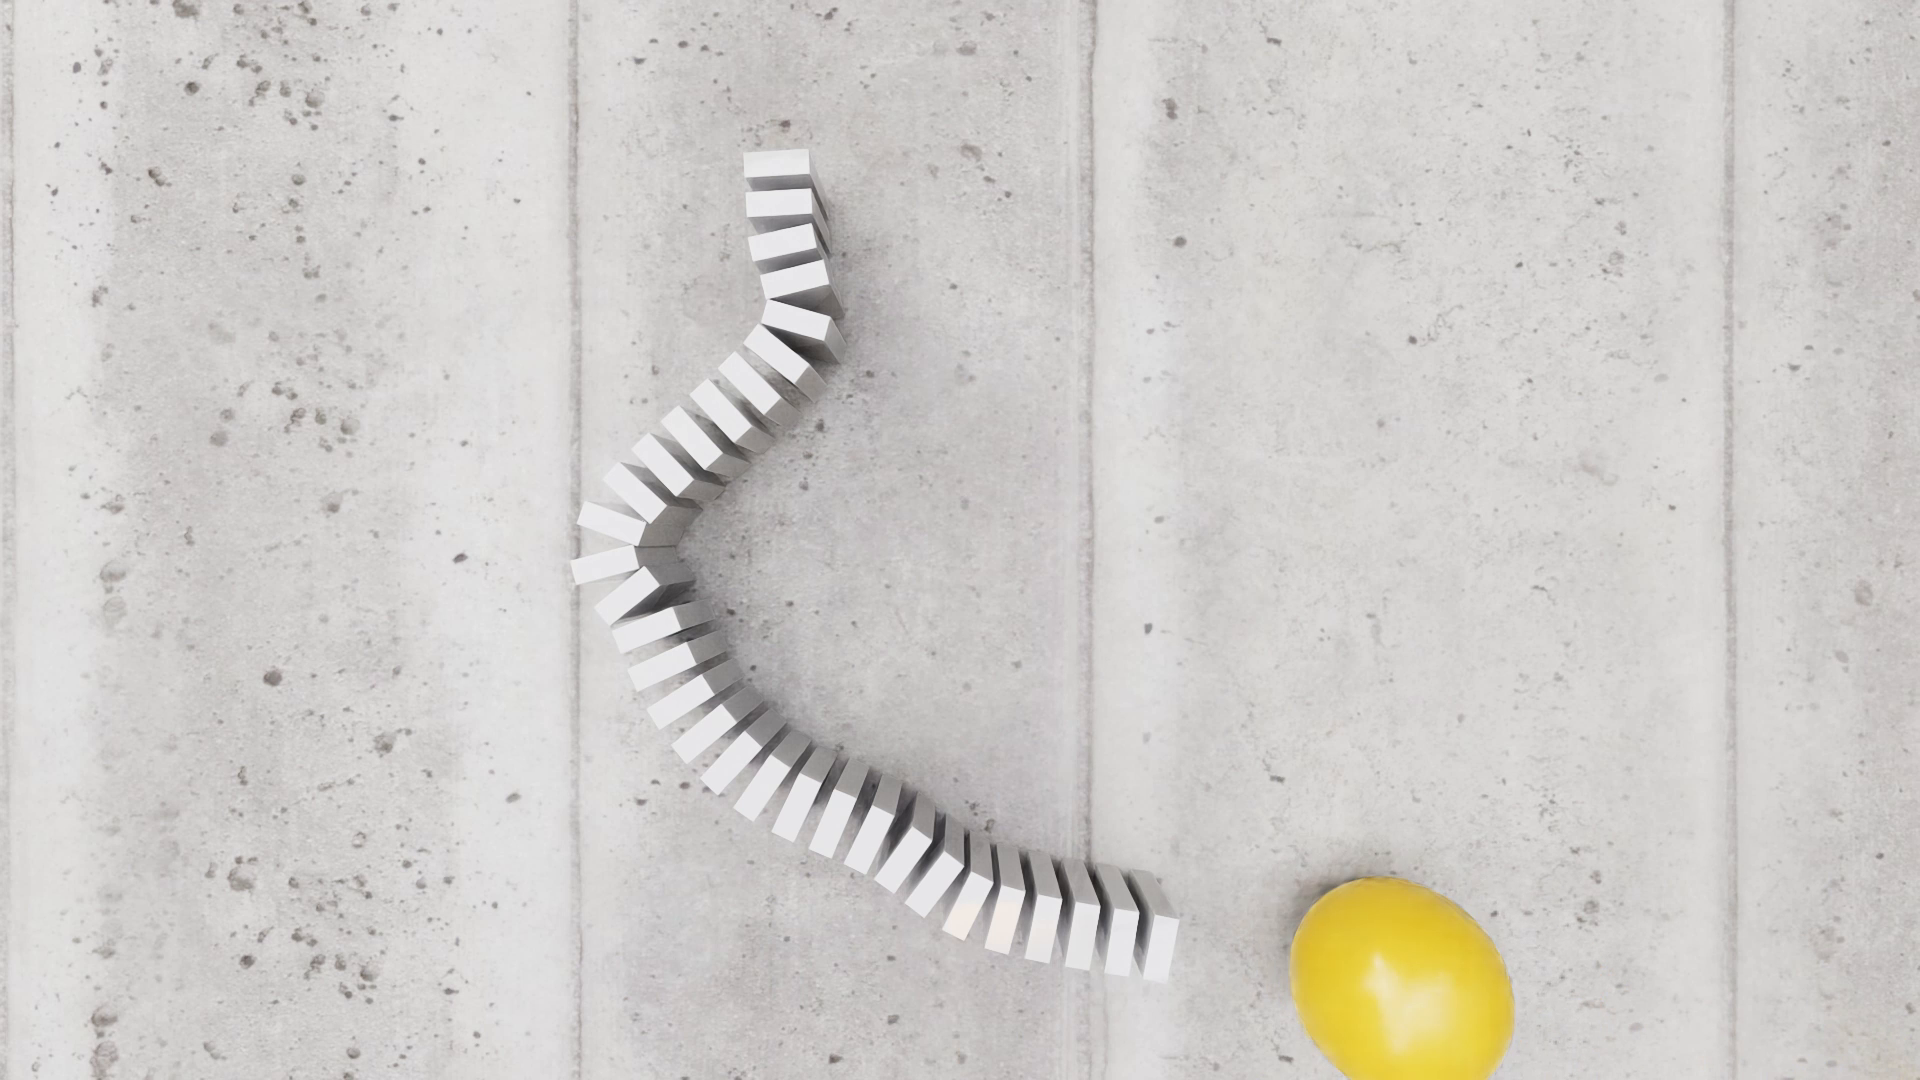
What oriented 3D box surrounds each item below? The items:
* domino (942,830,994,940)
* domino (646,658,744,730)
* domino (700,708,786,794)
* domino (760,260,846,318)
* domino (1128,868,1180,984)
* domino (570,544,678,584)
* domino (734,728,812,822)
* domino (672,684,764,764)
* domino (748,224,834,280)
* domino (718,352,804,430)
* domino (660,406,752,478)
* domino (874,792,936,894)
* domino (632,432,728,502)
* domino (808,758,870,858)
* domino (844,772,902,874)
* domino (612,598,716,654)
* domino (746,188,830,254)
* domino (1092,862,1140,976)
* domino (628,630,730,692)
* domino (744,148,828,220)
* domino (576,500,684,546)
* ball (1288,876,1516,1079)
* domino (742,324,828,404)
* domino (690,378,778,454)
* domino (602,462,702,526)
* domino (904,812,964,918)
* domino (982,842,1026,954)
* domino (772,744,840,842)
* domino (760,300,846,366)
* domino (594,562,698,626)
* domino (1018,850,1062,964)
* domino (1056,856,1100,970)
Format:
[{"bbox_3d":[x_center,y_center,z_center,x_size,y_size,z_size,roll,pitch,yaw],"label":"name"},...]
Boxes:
[{"bbox_3d":[0.003,0.140,0.375,0.009,0.050,0.025,27,90,0],"label":"domino"},{"bbox_3d":[-0.107,0.062,0.375,0.025,0.050,0.009,-32,90,0],"label":"domino"},{"bbox_3d":[-0.087,0.085,0.375,0.010,0.050,0.025,43,90,0],"label":"domino"},{"bbox_3d":[-0.063,-0.100,0.375,0.025,0.050,0.009,-14,90,0],"label":"domino"},{"bbox_3d":[0.077,0.156,0.375,0.009,0.050,0.025,11,90,0],"label":"domino"},{"bbox_3d":[-0.136,0.009,0.375,0.025,0.050,0.010,-15,90,0],"label":"domino"},{"bbox_3d":[-0.076,0.095,0.375,0.009,0.050,0.025,35,90,0],"label":"domino"},{"bbox_3d":[-0.098,0.074,0.375,0.025,0.050,0.009,-40,90,0],"label":"domino"},{"bbox_3d":[-0.068,-0.114,0.375,0.025,0.050,0.010,-12,90,0],"label":"domino"},{"bbox_3d":[-0.080,-0.060,0.375,0.009,0.050,0.025,-45,90,0],"label":"domino"},{"bbox_3d":[-0.103,-0.039,0.375,0.010,0.050,0.025,-43,90,0],"label":"domino"},{"bbox_3d":[-0.022,0.122,0.375,0.010,0.050,0.025,36,90,0],"label":"domino"},{"bbox_3d":[-0.114,-0.029,0.375,0.010,0.050,0.025,-44,90,0],"label":"domino"},{"bbox_3d":[-0.049,0.108,0.375,0.009,0.050,0.025,23,90,0],"label":"domino"},{"bbox_3d":[-0.035,0.115,0.375,0.010,0.050,0.025,26,90,0],"label":"domino"},{"bbox_3d":[-0.120,0.035,0.375,0.025,0.050,0.010,-22,90,0],"label":"domino"},{"bbox_3d":[-0.069,-0.129,0.375,0.025,0.050,0.010,-3,90,0],"label":"domino"},{"bbox_3d":[0.062,0.154,0.375,0.010,0.050,0.025,9,90,0],"label":"domino"},{"bbox_3d":[-0.114,0.049,0.375,0.025,0.050,0.010,-24,90,0],"label":"domino"},{"bbox_3d":[-0.070,-0.144,0.375,0.025,0.050,0.009,-3,90,0],"label":"domino"},{"bbox_3d":[-0.133,-0.006,0.375,0.025,0.050,0.009,20,90,0],"label":"domino"},{"bbox_3d":[0.172,0.175,0.360,0.080,0.080,0.080,0,90,0],"label":"ball"},{"bbox_3d":[-0.070,-0.071,0.375,0.025,0.050,0.010,39,90,0],"label":"domino"},{"bbox_3d":[-0.091,-0.050,0.375,0.009,0.050,0.025,-43,90,0],"label":"domino"},{"bbox_3d":[-0.124,-0.018,0.375,0.025,0.050,0.009,42,90,0],"label":"domino"},{"bbox_3d":[-0.010,0.132,0.375,0.009,0.050,0.025,38,90,0],"label":"domino"},{"bbox_3d":[0.017,0.145,0.375,0.010,0.050,0.025,15,90,0],"label":"domino"},{"bbox_3d":[-0.062,0.102,0.375,0.009,0.050,0.025,25,90,0],"label":"domino"},{"bbox_3d":[-0.063,-0.084,0.375,0.025,0.050,0.009,16,90,0],"label":"domino"},{"bbox_3d":[-0.127,0.021,0.375,0.025,0.050,0.009,-39,90,0],"label":"domino"},{"bbox_3d":[0.032,0.149,0.375,0.009,0.050,0.025,11,90,0],"label":"domino"},{"bbox_3d":[0.047,0.151,0.375,0.009,0.050,0.025,10,90,0],"label":"domino"}]
